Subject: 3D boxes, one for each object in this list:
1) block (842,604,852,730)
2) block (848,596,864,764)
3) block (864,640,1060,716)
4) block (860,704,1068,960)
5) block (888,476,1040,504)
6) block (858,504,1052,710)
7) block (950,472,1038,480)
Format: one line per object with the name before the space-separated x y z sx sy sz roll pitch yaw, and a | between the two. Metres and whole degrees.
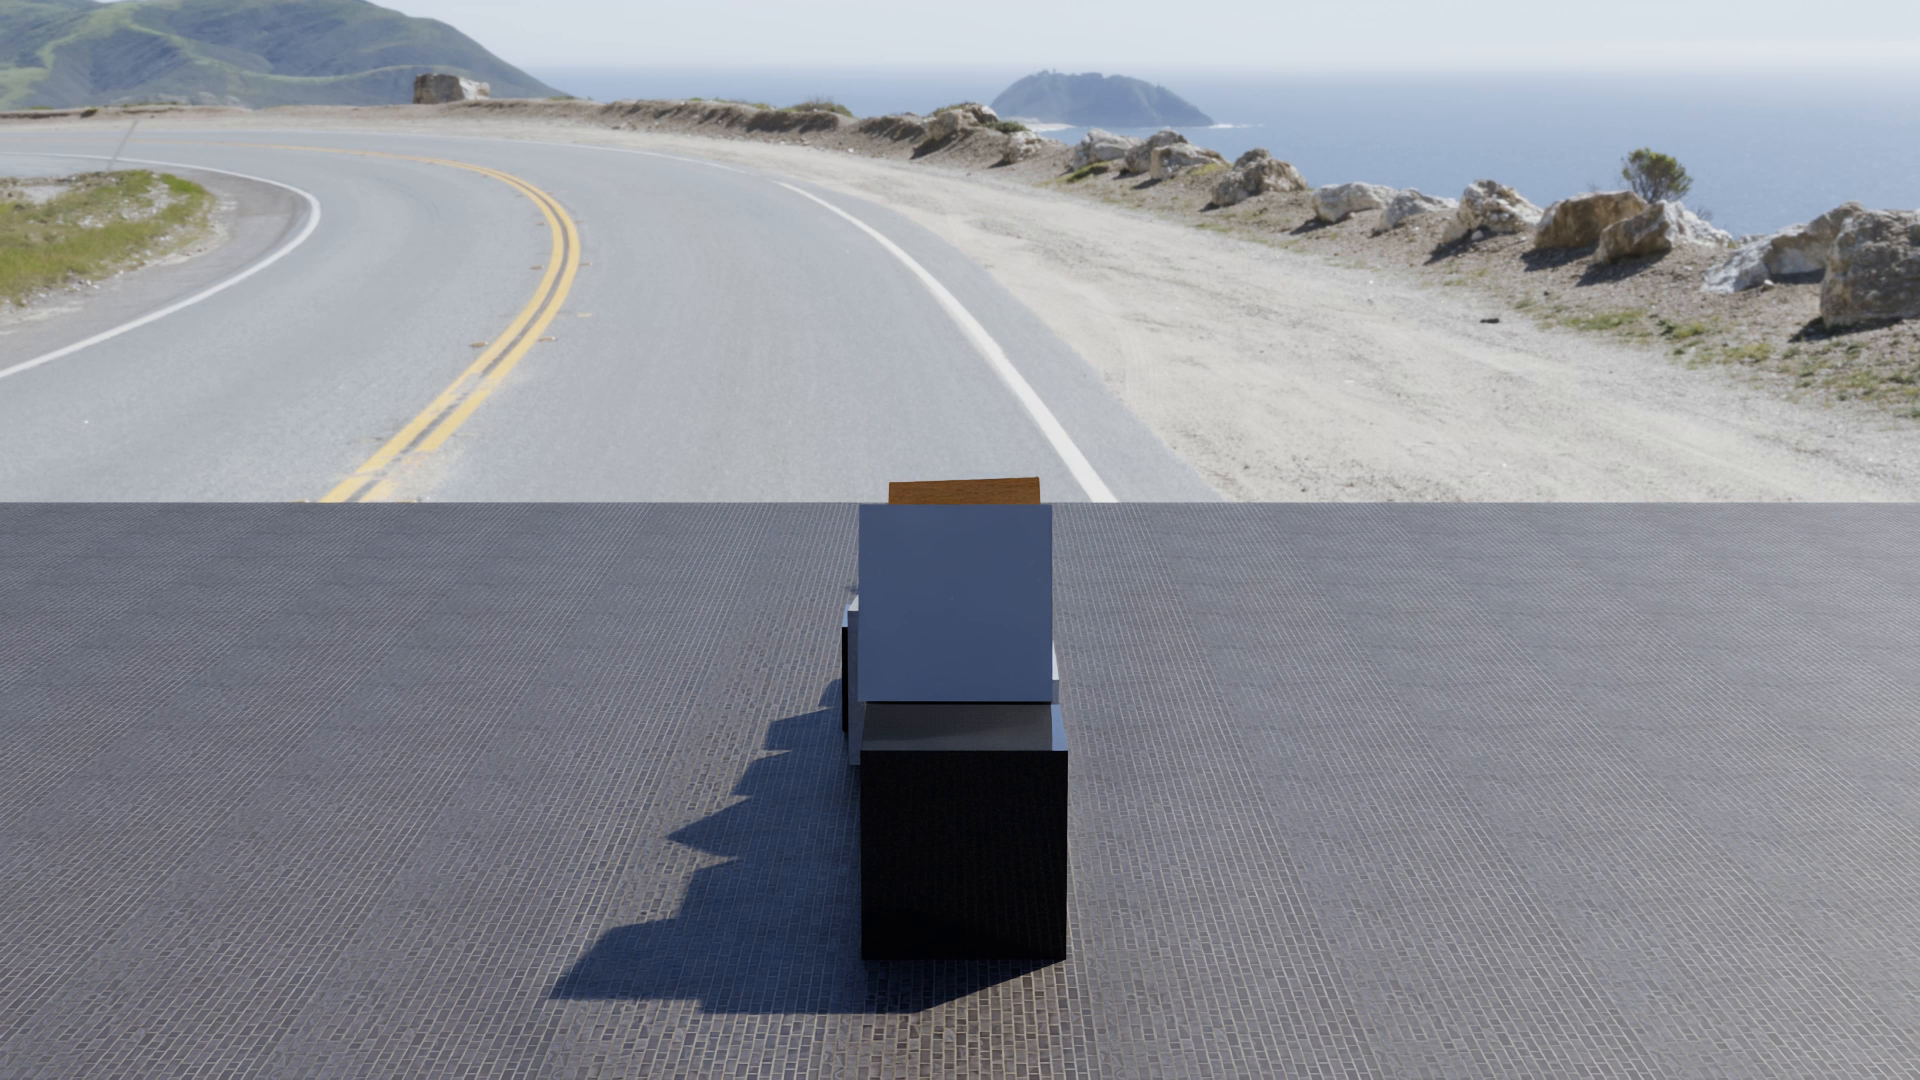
block | -0.370 0.696 14.126 0.535 0.576 0.593 0 10 0
block | -0.168 0.706 13.416 0.756 0.810 0.648 1 10 5
block | 0.007 0.951 12.119 0.889 0.794 0.819 0 10 0
block | 0.015 1.192 10.590 0.822 0.866 0.746 0 10 0
block | 0.037 0.204 12.689 0.745 0.685 0.737 -2 46 2
block | -0.017 0.303 11.034 0.808 0.822 0.712 0 -7 0
block | 0.230 -0.216 19.354 0.561 0.502 0.587 3 11 18
